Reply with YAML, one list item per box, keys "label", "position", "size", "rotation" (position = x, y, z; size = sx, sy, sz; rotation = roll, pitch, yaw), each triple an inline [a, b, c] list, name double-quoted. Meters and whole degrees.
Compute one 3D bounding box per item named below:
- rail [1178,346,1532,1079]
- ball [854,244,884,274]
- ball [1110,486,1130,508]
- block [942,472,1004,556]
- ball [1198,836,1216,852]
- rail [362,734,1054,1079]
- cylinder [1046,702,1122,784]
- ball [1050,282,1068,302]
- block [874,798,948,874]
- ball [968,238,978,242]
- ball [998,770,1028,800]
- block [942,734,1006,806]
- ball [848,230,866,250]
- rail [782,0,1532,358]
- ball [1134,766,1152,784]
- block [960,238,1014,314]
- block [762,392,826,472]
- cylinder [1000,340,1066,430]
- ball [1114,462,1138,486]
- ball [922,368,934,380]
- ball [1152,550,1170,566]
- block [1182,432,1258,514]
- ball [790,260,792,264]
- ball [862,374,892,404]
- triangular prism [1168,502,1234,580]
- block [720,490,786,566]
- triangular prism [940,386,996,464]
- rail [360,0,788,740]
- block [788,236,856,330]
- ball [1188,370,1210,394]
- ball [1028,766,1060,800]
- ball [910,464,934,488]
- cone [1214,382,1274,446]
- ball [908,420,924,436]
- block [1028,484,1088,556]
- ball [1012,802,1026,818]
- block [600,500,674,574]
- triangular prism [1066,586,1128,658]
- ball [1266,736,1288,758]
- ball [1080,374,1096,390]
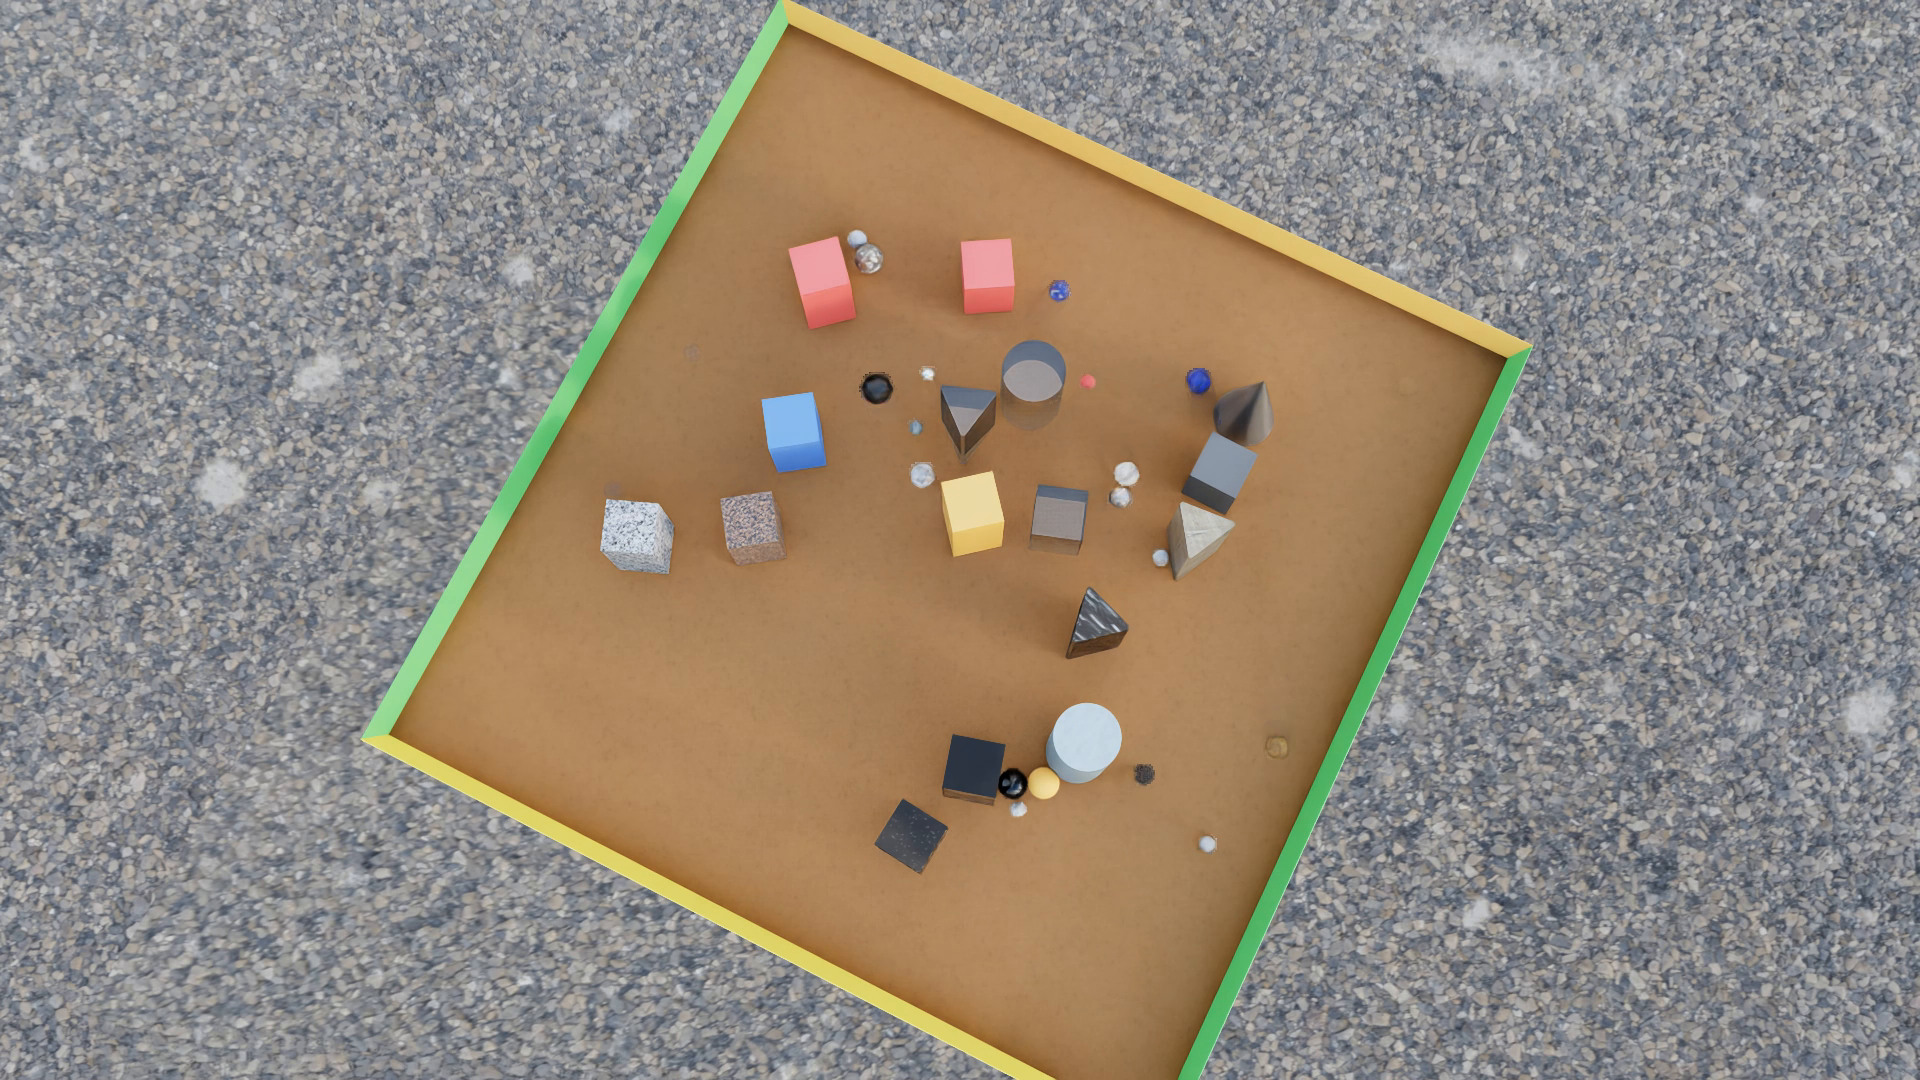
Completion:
- label: "rail"
  position: [1.144, 0.567, 5.435]
  size: [0.045, 0.123, 2.650]
  rotation: [26, 80, 5]
- label: "ball"
  position: [-0.287, -0.883, 5.752]
  size: [0.091, 0.091, 0.091]
  rotation: [0, 78, 0]
- label: "ball"
  position: [0.490, -0.130, 5.609]
  size: [0.067, 0.067, 0.067]
  rotation: [0, 78, 0]
- label: "block"
  position: [0.037, -0.074, 5.447]
  size: [0.151, 0.362, 0.151]
  rotation: [-13, 79, -3]
- label: "ball"
  position: [0.729, 0.896, 5.406]
  size: [0.049, 0.049, 0.049]
  rotation: [0, 78, 0]
- label: "rail"
  position: [-0.582, 1.146, 5.316]
  size: [2.605, 0.123, 0.045]
  rotation: [26, 80, 5]
- label: "cylinder"
  position: [0.351, 0.588, 5.265]
  size: [0.189, 0.450, 0.189]
  rotation: [0, 78, 0]
- label: "ball"
  position: [0.310, -0.778, 5.747]
  size: [0.060, 0.060, 0.060]
  rotation: [0, 78, 0]
- label: "block"
  position: [-0.139, 0.861, 5.307]
  size: [0.151, 0.257, 0.151]
  rotation: [31, 80, 6]
- label: "ball"
  position: [0.046, -0.922, 5.777]
  size: [0.059, 0.059, 0.059]
  rotation: [0, 78, 0]
- label: "ball"
  position: [0.156, 0.723, 5.422]
  size: [0.087, 0.087, 0.087]
  rotation: [0, 78, 0]
- label: "block"
  position: [0.039, 0.668, 5.288]
  size: [0.151, 0.373, 0.151]
  rotation: [11, 79, 2]
- label: "ball"
  position: [-0.325, -0.948, 5.782]
  size: [0.060, 0.060, 0.060]
  rotation: [0, 78, 0]
- label: "rail"
  position: [0.582, -1.133, 5.787]
  size: [2.605, 0.123, 0.045]
  rotation: [26, 80, 5]
- label: "ball"
  position: [0.545, 0.697, 5.444]
  size: [0.055, 0.055, 0.055]
  rotation: [0, 78, 0]
- label: "block"
  position: [0.084, -0.814, 5.667]
  size: [0.151, 0.231, 0.151]
  rotation: [-4, 78, -1]
- label: "block"
  position: [-0.498, -0.322, 5.532]
  size: [0.151, 0.295, 0.151]
  rotation: [-9, 78, -2]
- label: "cylinder"
  position: [0.218, -0.466, 5.552]
  size: [0.189, 0.315, 0.189]
  rotation: [0, 78, 0]
- label: "ball"
  position: [0.510, -0.203, 5.620]
  size: [0.076, 0.076, 0.076]
  rotation: [0, 78, 0]
- label: "ball"
  position: [-0.099, -0.516, 5.702]
  size: [0.041, 0.041, 0.041]
  rotation: [0, 78, 0]
- label: "ball"
  position: [0.612, 0.055, 5.580]
  size: [0.050, 0.050, 0.050]
  rotation: [0, 78, 0]
- label: "block"
  position: [0.783, -0.200, 5.542]
  size: [0.151, 0.227, 0.151]
  rotation: [28, 80, 5]
- label: "ball"
  position: [-0.506, -0.884, 5.769]
  size: [0.060, 0.060, 0.060]
  rotation: [0, 78, 0]
- label: "ball"
  position: [-0.256, -0.466, 5.665]
  size: [0.094, 0.094, 0.094]
  rotation: [0, 78, 0]
- label: "triangular prism"
  position: [0.679, -0.016, 5.433]
  size: [0.164, 0.365, 0.142]
  rotation: [-37, 81, -7]
- label: "block"
  position: [-0.616, -0.032, 5.487]
  size: [0.151, 0.266, 0.151]
  rotation: [-9, 78, -2]
- label: "triangular prism"
  position: [0.001, -0.373, 5.516]
  size: [0.142, 0.348, 0.164]
  rotation: [36, 81, 7]
- label: "rail"
  position: [-1.144, -0.553, 5.667]
  size: [0.045, 0.123, 2.650]
  rotation: [26, 80, 5]
- label: "block"
  position: [-0.419, -0.784, 5.615]
  size: [0.151, 0.321, 0.151]
  rotation: [-15, 79, -3]
- label: "ball"
  position: [0.741, -0.489, 5.681]
  size: [0.072, 0.072, 0.072]
  rotation: [0, 78, 0]
- label: "ball"
  position: [0.247, 0.719, 5.419]
  size: [0.095, 0.095, 0.095]
  rotation: [0, 78, 0]
- label: "ball"
  position: [-0.115, -0.198, 5.619]
  size: [0.074, 0.074, 0.074]
  rotation: [0, 78, 0]
- label: "cone"
  position: [0.882, -0.421, 5.501]
  size: [0.189, 0.396, 0.189]
  rotation: [0, 78, 0]
- label: "ball"
  position: [-0.136, -0.346, 5.665]
  size: [0.044, 0.044, 0.044]
  rotation: [0, 78, 0]
- label: "block"
  position: [0.295, -0.058, 5.510]
  size: [0.151, 0.232, 0.151]
  rotation: [8, 78, 2]
- label: "ball"
  position: [0.174, 0.798, 5.428]
  size: [0.046, 0.046, 0.046]
  rotation: [0, 78, 0]
- label: "block"
  position: [-0.958, -0.007, 5.462]
  size: [0.151, 0.306, 0.151]
  rotation: [5, 78, 1]
- label: "triangular prism"
  position: [0.385, 0.237, 5.389]
  size: [0.164, 0.349, 0.142]
  rotation: [-13, 79, -3]
- label: "ball"
  position: [0.944, 0.617, 5.455]
  size: [0.066, 0.066, 0.066]
  rotation: [0, 78, 0]
- label: "ball"
  position: [0.398, -0.491, 5.695]
  size: [0.045, 0.045, 0.045]
  rotation: [0, 78, 0]
